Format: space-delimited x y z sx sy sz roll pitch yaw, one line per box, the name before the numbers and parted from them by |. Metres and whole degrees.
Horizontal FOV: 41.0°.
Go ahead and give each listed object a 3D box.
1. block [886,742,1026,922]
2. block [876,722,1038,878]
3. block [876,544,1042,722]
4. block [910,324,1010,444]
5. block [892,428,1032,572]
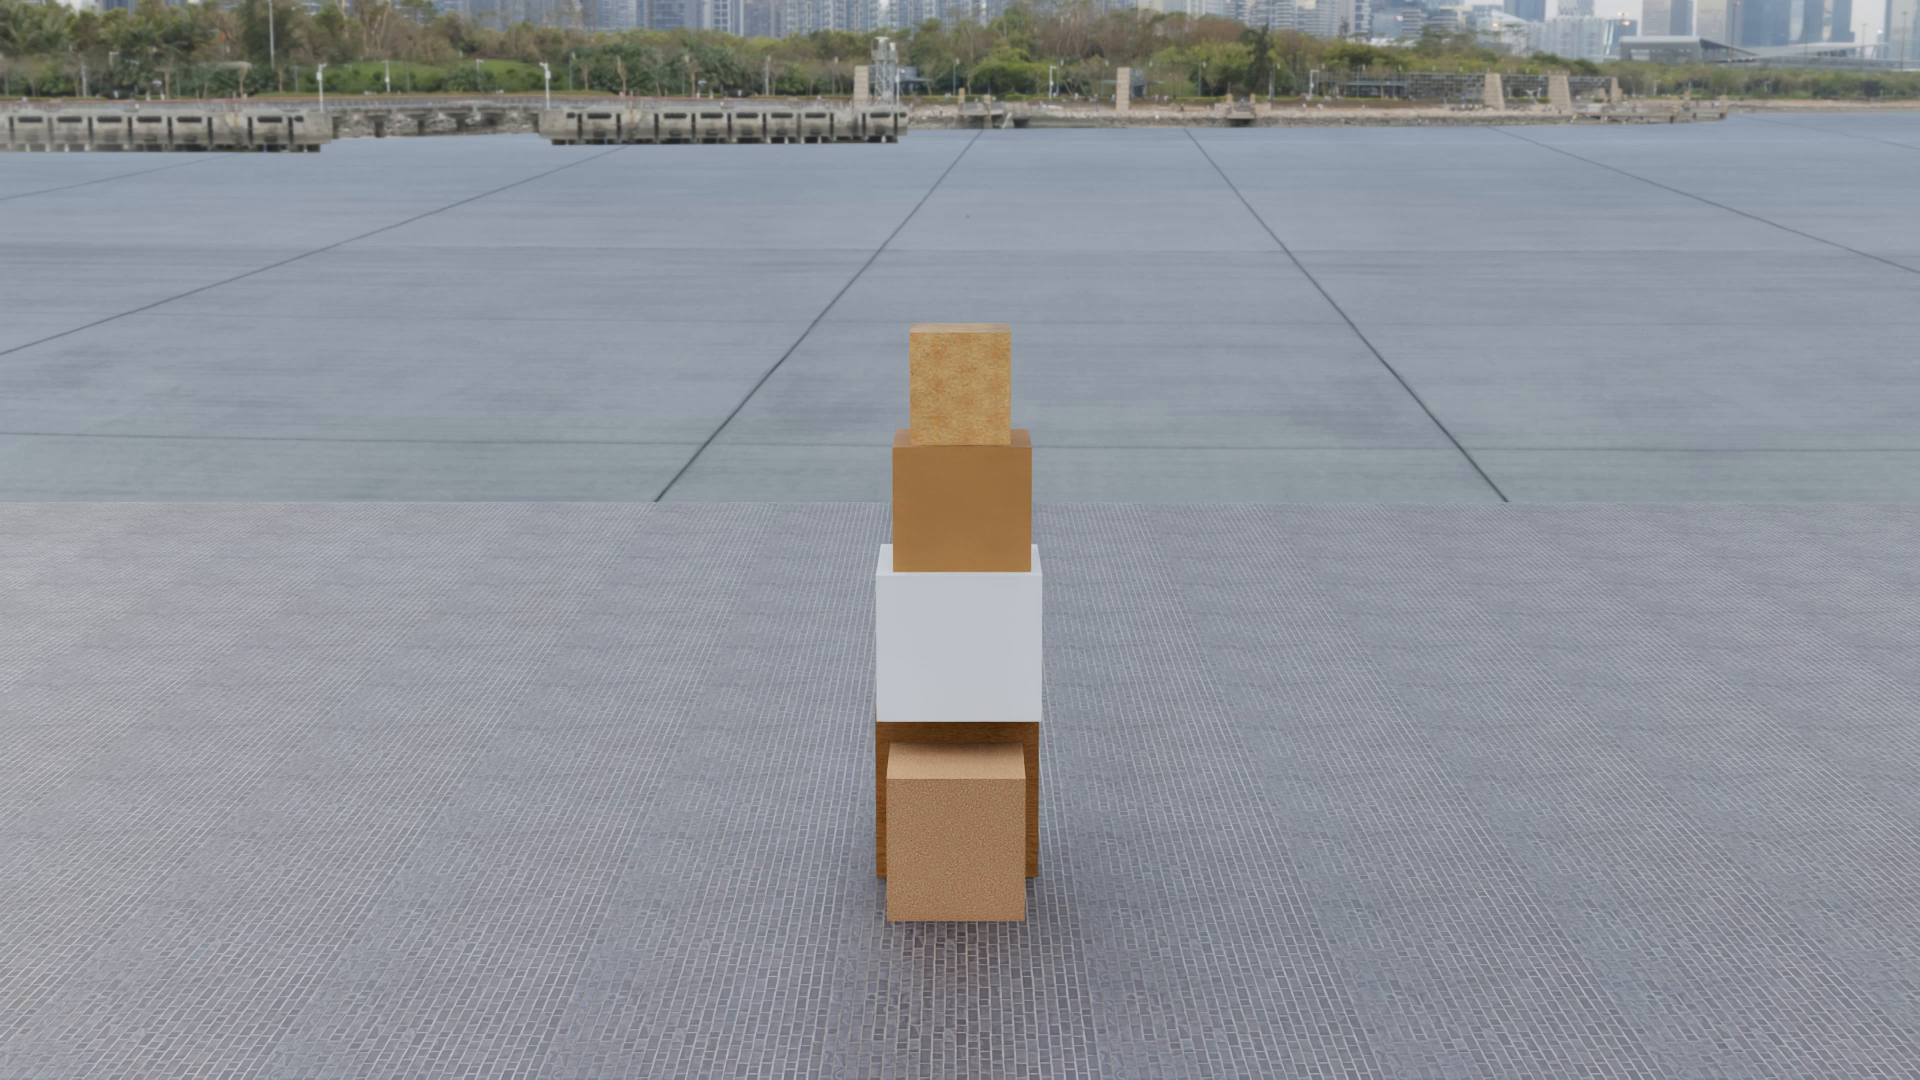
block | -0.017 1.243 11.003 0.579 0.618 0.592 0 10 0
block | -0.012 1.039 11.675 0.716 0.779 0.784 0 10 0
block | -0.004 0.397 11.252 0.703 0.635 0.735 0 10 0
block | 0.001 -0.676 11.057 0.426 0.477 0.424 0 10 0
block | 0.009 -0.179 11.148 0.587 0.535 0.574 0 10 0
